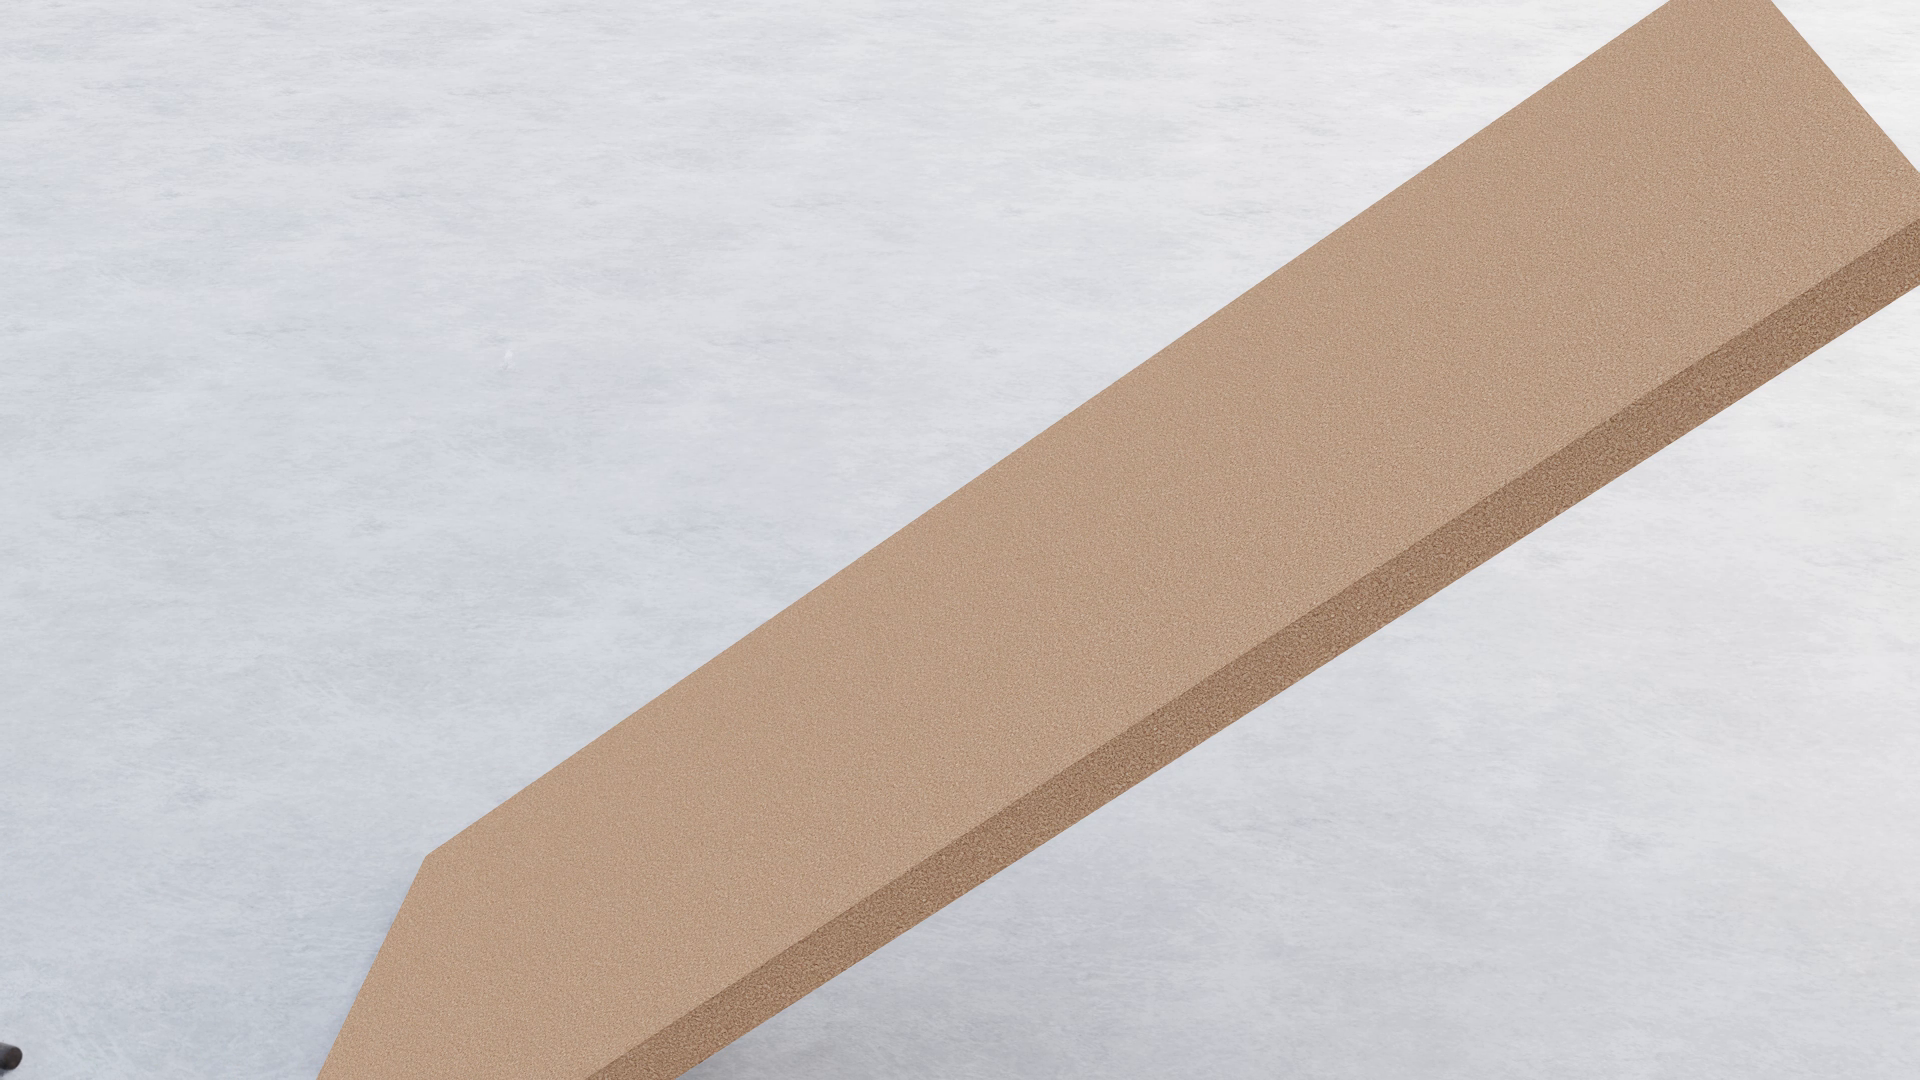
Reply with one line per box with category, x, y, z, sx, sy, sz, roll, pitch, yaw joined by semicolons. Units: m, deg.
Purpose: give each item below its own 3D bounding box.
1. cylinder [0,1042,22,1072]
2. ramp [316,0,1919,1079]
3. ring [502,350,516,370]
cylinder;-2.274;1.228;6.997;0.057;0.057;0.057;15;27;25
ramp;0.128;0.179;6.323;4.000;0.100;2.000;-34;16;17
ring;-1.782;-0.710;11.621;0.027;0.080;0.080;27;31;16
